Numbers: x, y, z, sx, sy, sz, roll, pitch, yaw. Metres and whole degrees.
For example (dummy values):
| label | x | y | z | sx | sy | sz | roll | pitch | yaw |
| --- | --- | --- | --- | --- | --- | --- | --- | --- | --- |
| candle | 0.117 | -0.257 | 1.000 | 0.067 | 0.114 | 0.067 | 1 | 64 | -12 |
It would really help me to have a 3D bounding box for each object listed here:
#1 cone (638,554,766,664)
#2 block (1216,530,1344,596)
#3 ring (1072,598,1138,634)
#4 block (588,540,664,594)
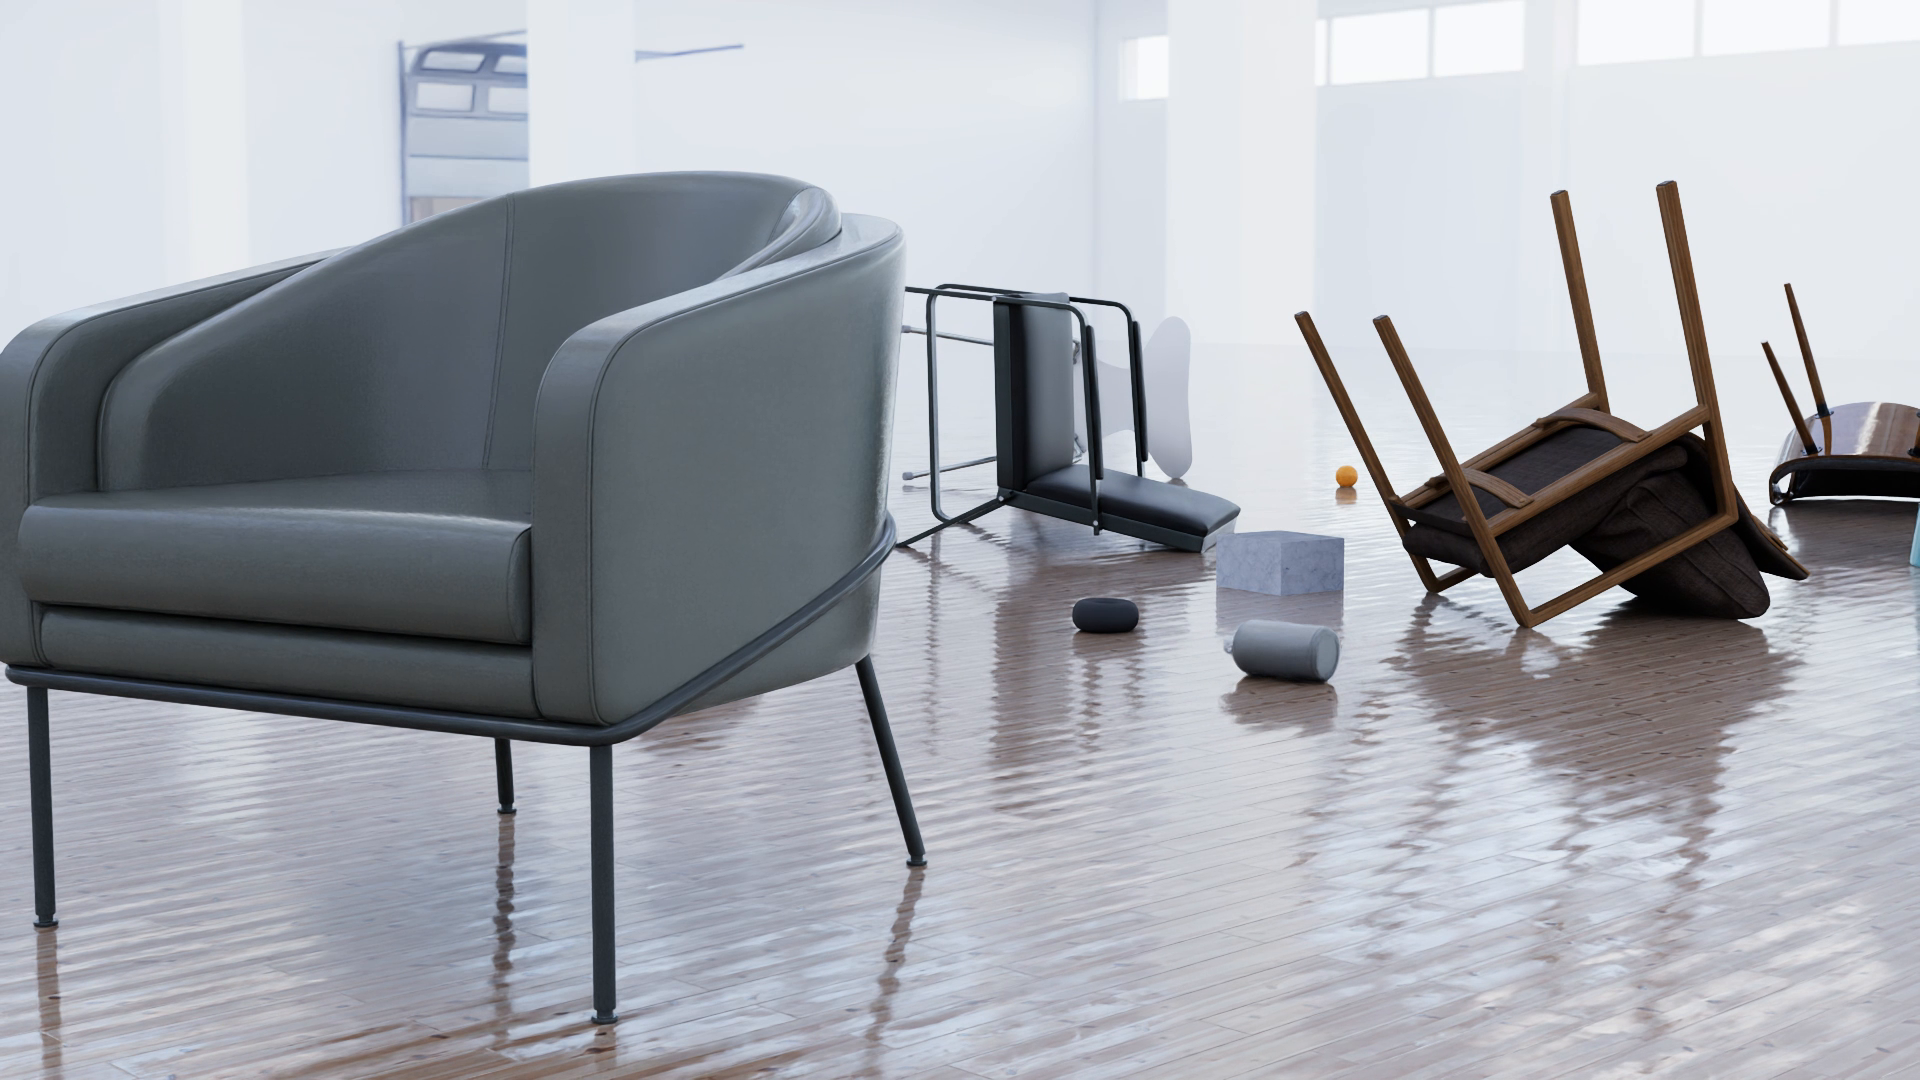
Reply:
| label | x | y | z | sx | sy | sz | roll | pitch | yaw |
| --- | --- | --- | --- | --- | --- | --- | --- | --- | --- |
| cone | -0.476 | 0.157 | 4.450 | 0.250 | 0.131 | 0.236 | 25 | 38 | -22 |
| block | 0.677 | 0.046 | 5.427 | 0.177 | 0.110 | 0.205 | -4 | 7 | -34 |
| ring | 0.271 | 0.140 | 4.784 | 0.124 | 0.055 | 0.137 | 4 | 6 | 19 |
| block | -0.698 | 0.058 | 5.377 | 0.122 | 0.097 | 0.101 | 3 | 6 | 24 |
